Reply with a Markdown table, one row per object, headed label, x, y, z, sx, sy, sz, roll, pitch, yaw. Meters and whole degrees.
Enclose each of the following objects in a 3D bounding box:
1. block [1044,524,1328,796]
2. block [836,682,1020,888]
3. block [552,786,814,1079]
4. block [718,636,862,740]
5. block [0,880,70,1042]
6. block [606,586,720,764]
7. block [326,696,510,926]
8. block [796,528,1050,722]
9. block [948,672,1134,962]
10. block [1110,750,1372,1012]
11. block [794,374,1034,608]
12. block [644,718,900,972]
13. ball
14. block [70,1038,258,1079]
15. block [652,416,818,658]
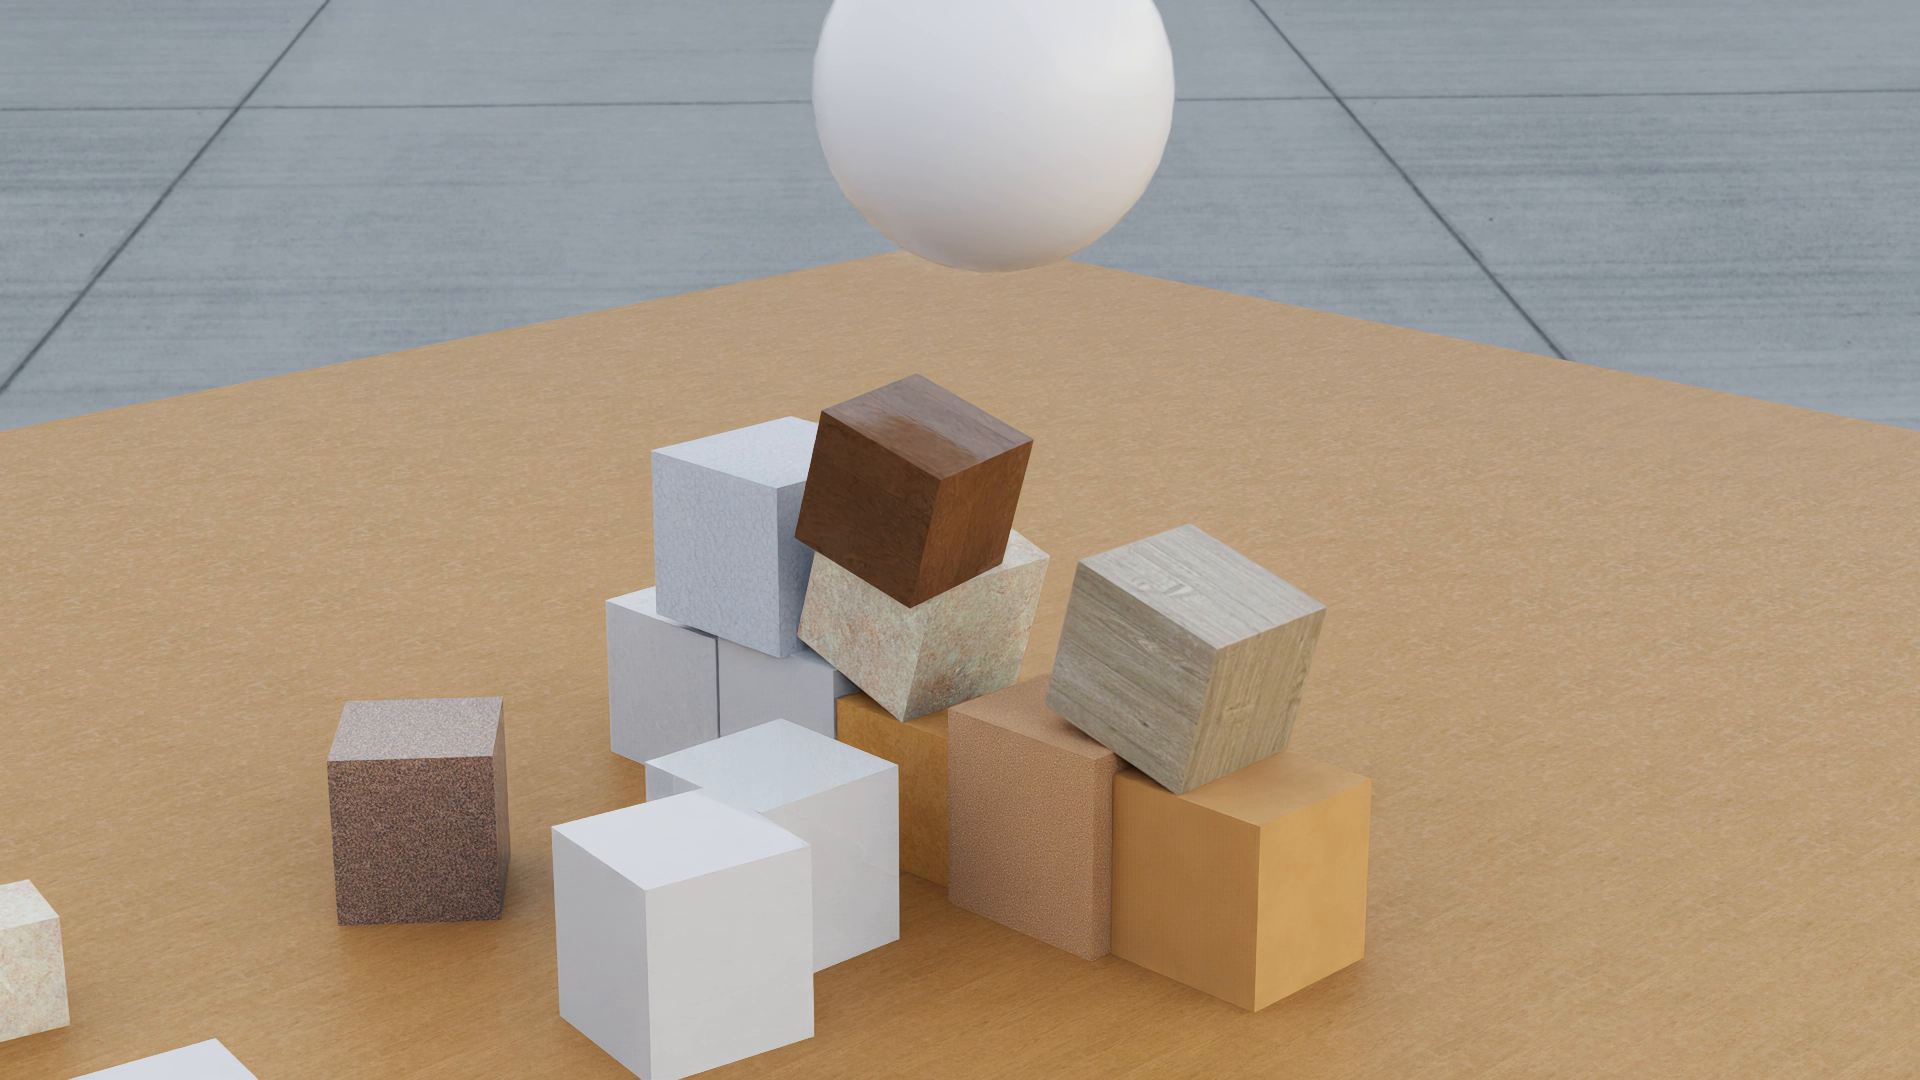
| label | x | y | z | sx | sy | sz | roll | pitch | yaw |
| --- | --- | --- | --- | --- | --- | --- | --- | --- | --- |
| block | 0.955 | 0.495 | 12.490 | 0.729 | 0.719 | 0.787 | -18 | 40 | -43 |
| block | -0.007 | 1.087 | 13.683 | 0.773 | 0.721 | 0.821 | -17 | 24 | -42 |
| block | -1.122 | 1.588 | 11.885 | 0.755 | 0.843 | 0.765 | -12 | 21 | -34 |
| block | -0.591 | 0.844 | 14.224 | 0.806 | 0.862 | 0.817 | -17 | 24 | -42 |
| block | -3.999 | 1.746 | 11.983 | 0.551 | 0.484 | 0.441 | -11 | 20 | -31 |
| block | -1.170 | 0.686 | 14.813 | 0.871 | 0.810 | 0.844 | -17 | 24 | -42 |
| block | -2.421 | 1.210 | 13.194 | 0.711 | 0.780 | 0.740 | -2 | 18 | -5 |
| block | -0.176 | 0.262 | 13.582 | 0.725 | 0.716 | 0.766 | -16 | 41 | -41 |
| block | 0.610 | 1.168 | 13.079 | 0.869 | 0.929 | 1.005 | 17 | 24 | 42 |
| block | 1.194 | 1.396 | 12.519 | 0.736 | 0.831 | 0.801 | -17 | 24 | -42 |
| block | -0.206 | -0.228 | 13.018 | 0.681 | 0.656 | 0.671 | 31 | 34 | 27 |
| block | -0.809 | 1.347 | 12.699 | 0.765 | 0.814 | 0.776 | -16 | 23 | -41 |
| ball | 0.145 | -1.976 | 12.873 | 1.600 | 1.600 | 1.600 | 0 | 17 | 0 |
| block | -2.692 | 2.290 | 9.590 | 0.910 | 0.881 | 0.745 | -12 | 21 | -34 |
| block | -0.845 | -0.034 | 14.197 | 0.899 | 0.828 | 0.907 | -17 | 24 | -42 |
